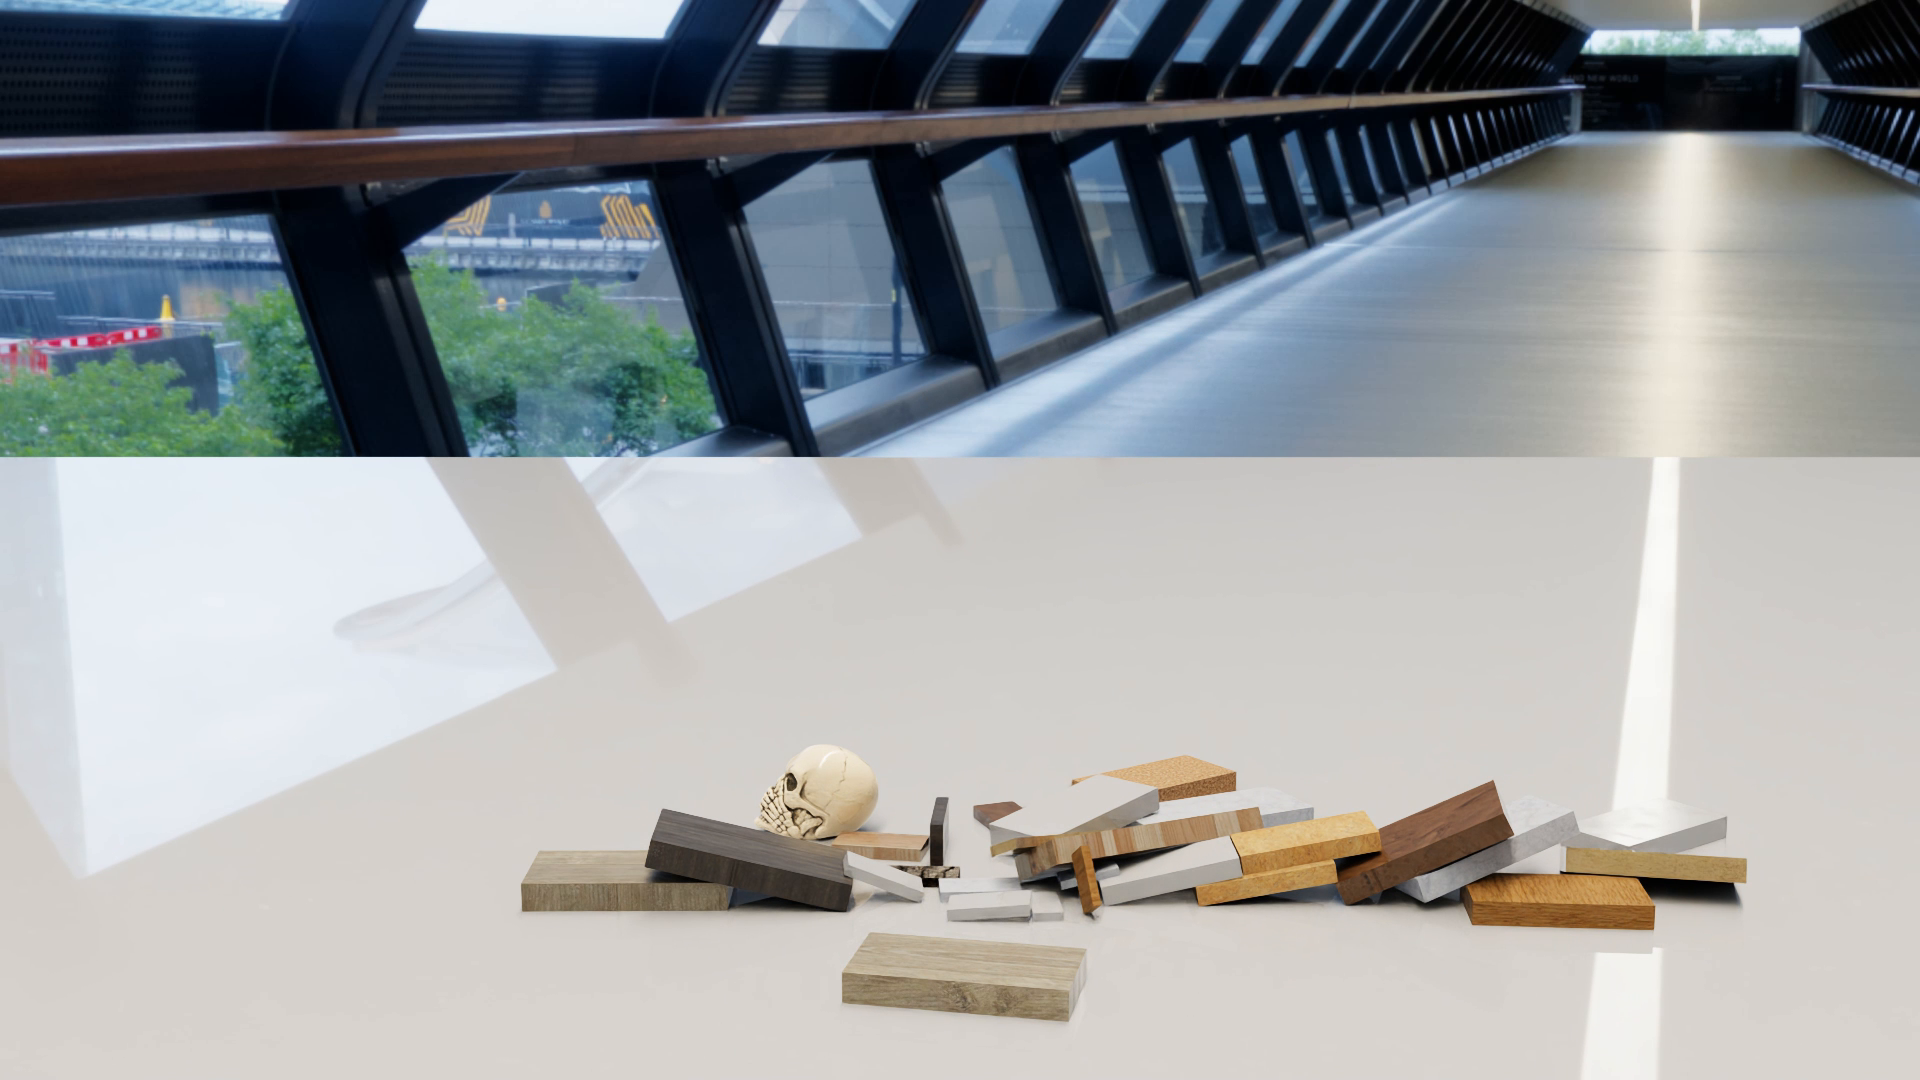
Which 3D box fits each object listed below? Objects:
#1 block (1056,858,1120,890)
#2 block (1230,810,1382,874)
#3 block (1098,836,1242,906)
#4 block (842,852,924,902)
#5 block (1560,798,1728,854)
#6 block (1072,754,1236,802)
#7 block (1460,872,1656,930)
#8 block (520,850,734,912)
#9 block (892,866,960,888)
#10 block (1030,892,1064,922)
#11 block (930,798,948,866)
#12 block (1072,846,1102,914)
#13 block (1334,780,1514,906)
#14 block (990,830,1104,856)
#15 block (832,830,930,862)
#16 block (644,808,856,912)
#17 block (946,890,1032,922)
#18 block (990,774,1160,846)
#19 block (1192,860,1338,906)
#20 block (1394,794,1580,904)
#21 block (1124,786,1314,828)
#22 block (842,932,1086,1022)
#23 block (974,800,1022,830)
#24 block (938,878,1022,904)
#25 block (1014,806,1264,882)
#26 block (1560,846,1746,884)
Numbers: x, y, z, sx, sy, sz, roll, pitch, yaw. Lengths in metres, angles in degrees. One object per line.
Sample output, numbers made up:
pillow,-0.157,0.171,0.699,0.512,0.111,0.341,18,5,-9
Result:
block,0.213,0.556,3.659,0.100,0.014,0.050,-13,11,-4
block,0.576,0.505,3.674,0.231,0.033,0.116,-10,11,0
block,0.346,0.550,3.661,0.231,0.033,0.116,-12,11,1
block,-0.127,0.558,3.645,0.134,0.019,0.067,22,9,-9
block,1.223,0.521,3.928,0.285,0.040,0.143,-8,13,-36
block,0.372,0.470,4.203,0.289,0.041,0.144,-8,13,-35
block,0.969,0.586,3.578,0.285,0.040,0.143,1,11,5
block,-0.548,0.567,3.665,0.335,0.047,0.167,0,11,-1
block,-0.062,0.570,3.728,0.121,0.017,0.060,1,11,4
block,0.138,0.598,3.588,0.050,0.014,0.100,-1,11,-5
block,-0.036,0.514,3.862,0.023,0.080,0.159,1,11,3
block,0.205,0.552,3.573,0.014,0.100,0.050,-4,-23,-18
block,0.763,0.501,3.644,0.296,0.042,0.148,-26,10,13
block,0.196,0.516,3.766,0.350,0.017,0.060,3,-21,-45
block,-0.139,0.540,3.879,0.159,0.023,0.080,2,11,10
block,-0.344,0.530,3.648,0.335,0.047,0.167,13,10,-4
block,0.048,0.592,3.565,0.134,0.019,0.067,-5,11,6
block,0.206,0.493,3.919,0.289,0.041,0.144,-18,18,-42
block,0.502,0.555,3.660,0.231,0.033,0.116,-10,11,0
block,0.866,0.514,3.675,0.296,0.042,0.148,-21,9,-12
block,0.463,0.507,4.003,0.333,0.041,0.144,-5,12,-25
block,0.009,0.644,3.250,0.335,0.047,0.167,2,11,12
block,0.091,0.514,4.017,0.080,0.023,0.159,-4,11,-21
block,0.033,0.582,3.658,0.134,0.019,0.067,-1,11,-3
block,0.307,0.519,3.754,0.407,0.042,0.148,-5,-17,-26
block,1.159,0.545,3.689,0.285,0.040,0.143,2,-7,11
